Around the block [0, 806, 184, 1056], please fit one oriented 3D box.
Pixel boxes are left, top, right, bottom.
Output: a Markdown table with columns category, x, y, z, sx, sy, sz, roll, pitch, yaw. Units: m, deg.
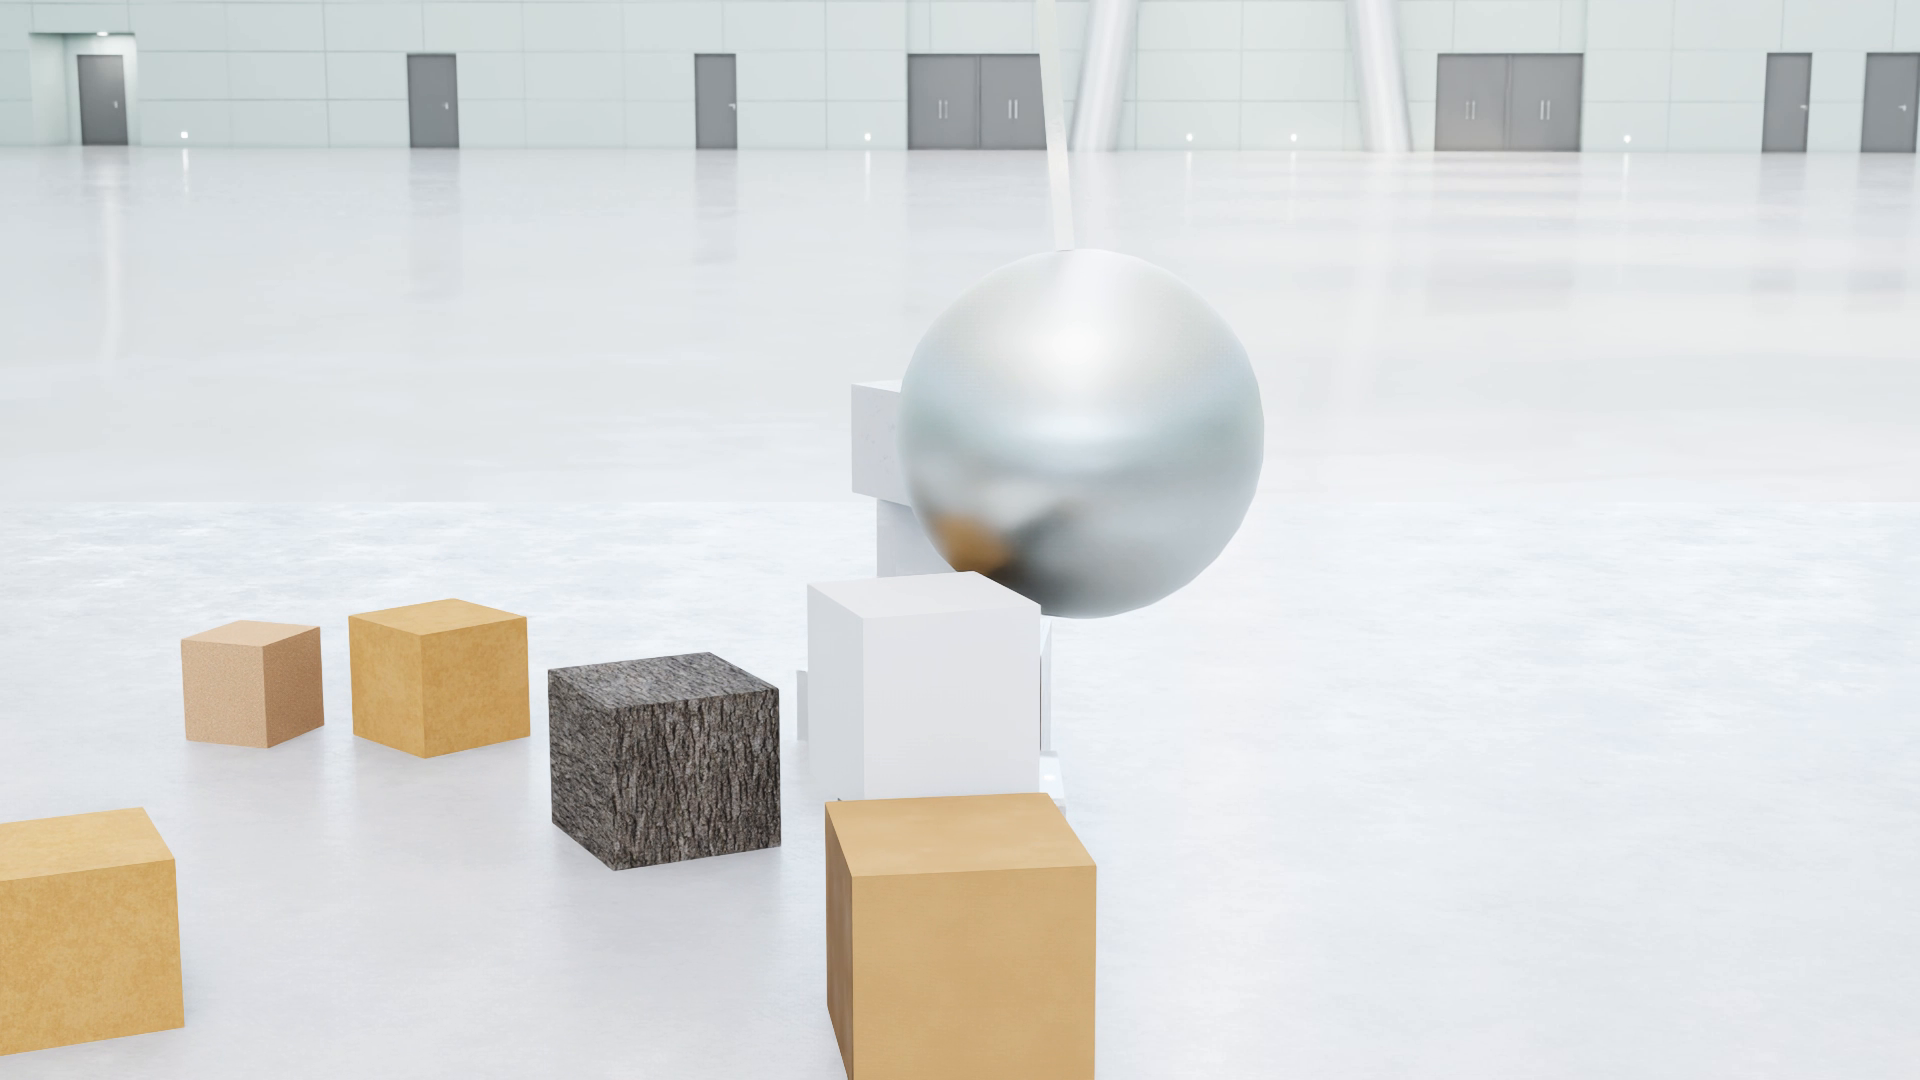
| category | x | y | z | sx | sy | sz | roll | pitch | yaw |
| --- | --- | --- | --- | --- | --- | --- | --- | --- | --- |
| block | -3.412 | 1.466 | 9.678 | 0.787 | 0.653 | 0.764 | -5 | 11 | -26 |

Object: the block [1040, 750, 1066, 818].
| category | x | y | z | sx | sy | sz | roll | pitch | yaw |
| --- | --- | --- | --- | --- | --- | --- | --- | --- | --- |
| block | 0.007 | 1.308 | 10.352 | 0.800 | 0.723 | 0.829 | 0 | 10 | 0 |

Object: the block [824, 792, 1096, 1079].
| category | x | y | z | sx | sy | sz | roll | pitch | yaw |
| --- | --- | --- | --- | --- | --- | --- | --- | --- | --- |
| block | -0.018 | 1.451 | 9.336 | 0.851 | 0.805 | 0.928 | -2 | 10 | -9 |

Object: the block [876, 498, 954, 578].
| category | x | y | z | sx | sy | sz | roll | pitch | yaw |
| --- | --- | --- | --- | --- | --- | --- | --- | --- | --- |
| block | -0.004 | 0.108 | 12.616 | 0.632 | 0.695 | 0.619 | 4 | 11 | 19 |

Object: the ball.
| category | x | y | z | sx | sy | sz | roll | pitch | yaw |
| --- | --- | --- | --- | --- | --- | --- | --- | --- | --- |
| ball | 0.517 | -0.457 | 11.097 | 1.600 | 1.600 | 1.600 | 0 | 10 | 0 |

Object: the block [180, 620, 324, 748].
| category | x | y | z | sx | sy | sz | roll | pitch | yaw |
| --- | --- | --- | --- | --- | --- | --- | --- | --- | --- |
| block | -3.799 | 0.768 | 13.797 | 0.511 | 0.552 | 0.532 | 4 | 11 | 19 |

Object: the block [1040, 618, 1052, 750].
| category | x | y | z | sx | sy | sz | roll | pitch | yaw |
| --- | --- | --- | --- | --- | --- | --- | --- | --- | --- |
| block | -0.005 | 0.854 | 12.662 | 0.862 | 0.789 | 0.835 | 1 | 10 | 5 |

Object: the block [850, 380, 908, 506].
| category | x | y | z | sx | sy | sz | roll | pitch | yaw |
| --- | --- | --- | --- | --- | --- | --- | --- | --- | --- |
| block | -0.134 | -0.490 | 12.469 | 0.600 | 0.534 | 0.522 | -7 | 13 | -34 |

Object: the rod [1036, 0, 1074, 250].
| category | x | y | z | sx | sy | sz | roll | pitch | yaw |
| --- | --- | --- | --- | --- | --- | --- | --- | --- | --- |
| rod | 0.224 | -3.789 | 10.491 | 0.080 | 5.200 | 0.080 | -5 | 10 | 1 |

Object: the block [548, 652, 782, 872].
| category | x | y | z | sx | sy | sz | roll | pitch | yaw |
| --- | --- | --- | --- | --- | --- | --- | --- | --- | --- |
| block | -1.381 | 1.009 | 11.932 | 0.815 | 0.746 | 0.859 | -5 | 12 | -27 |

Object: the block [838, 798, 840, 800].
| category | x | y | z | sx | sy | sz | roll | pitch | yaw |
| --- | --- | --- | --- | --- | --- | --- | --- | --- | --- |
| block | -0.103 | 1.111 | 11.136 | 0.822 | 0.831 | 0.746 | 0 | 10 | 0 |

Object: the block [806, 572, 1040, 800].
| category | x | y | z | sx | sy | sz | roll | pitch | yaw |
| --- | --- | --- | --- | --- | --- | --- | --- | --- | --- |
| block | -0.151 | 0.593 | 10.082 | 0.712 | 0.780 | 0.723 | -4 | 11 | -20 |

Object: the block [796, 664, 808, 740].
| category | x | y | z | sx | sy | sz | roll | pitch | yaw |
| --- | --- | --- | --- | --- | --- | --- | --- | --- | --- |
| block | -0.572 | 0.856 | 13.787 | 0.437 | 0.384 | 0.475 | 5 | 11 | 24 |

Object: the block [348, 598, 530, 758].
| category | x | y | z | sx | sy | sz | roll | pitch | yaw |
| --- | --- | --- | --- | --- | --- | --- | --- | --- | --- |
| block | -2.785 | 0.728 | 13.731 | 0.662 | 0.656 | 0.697 | -10 | 14 | -44 |
